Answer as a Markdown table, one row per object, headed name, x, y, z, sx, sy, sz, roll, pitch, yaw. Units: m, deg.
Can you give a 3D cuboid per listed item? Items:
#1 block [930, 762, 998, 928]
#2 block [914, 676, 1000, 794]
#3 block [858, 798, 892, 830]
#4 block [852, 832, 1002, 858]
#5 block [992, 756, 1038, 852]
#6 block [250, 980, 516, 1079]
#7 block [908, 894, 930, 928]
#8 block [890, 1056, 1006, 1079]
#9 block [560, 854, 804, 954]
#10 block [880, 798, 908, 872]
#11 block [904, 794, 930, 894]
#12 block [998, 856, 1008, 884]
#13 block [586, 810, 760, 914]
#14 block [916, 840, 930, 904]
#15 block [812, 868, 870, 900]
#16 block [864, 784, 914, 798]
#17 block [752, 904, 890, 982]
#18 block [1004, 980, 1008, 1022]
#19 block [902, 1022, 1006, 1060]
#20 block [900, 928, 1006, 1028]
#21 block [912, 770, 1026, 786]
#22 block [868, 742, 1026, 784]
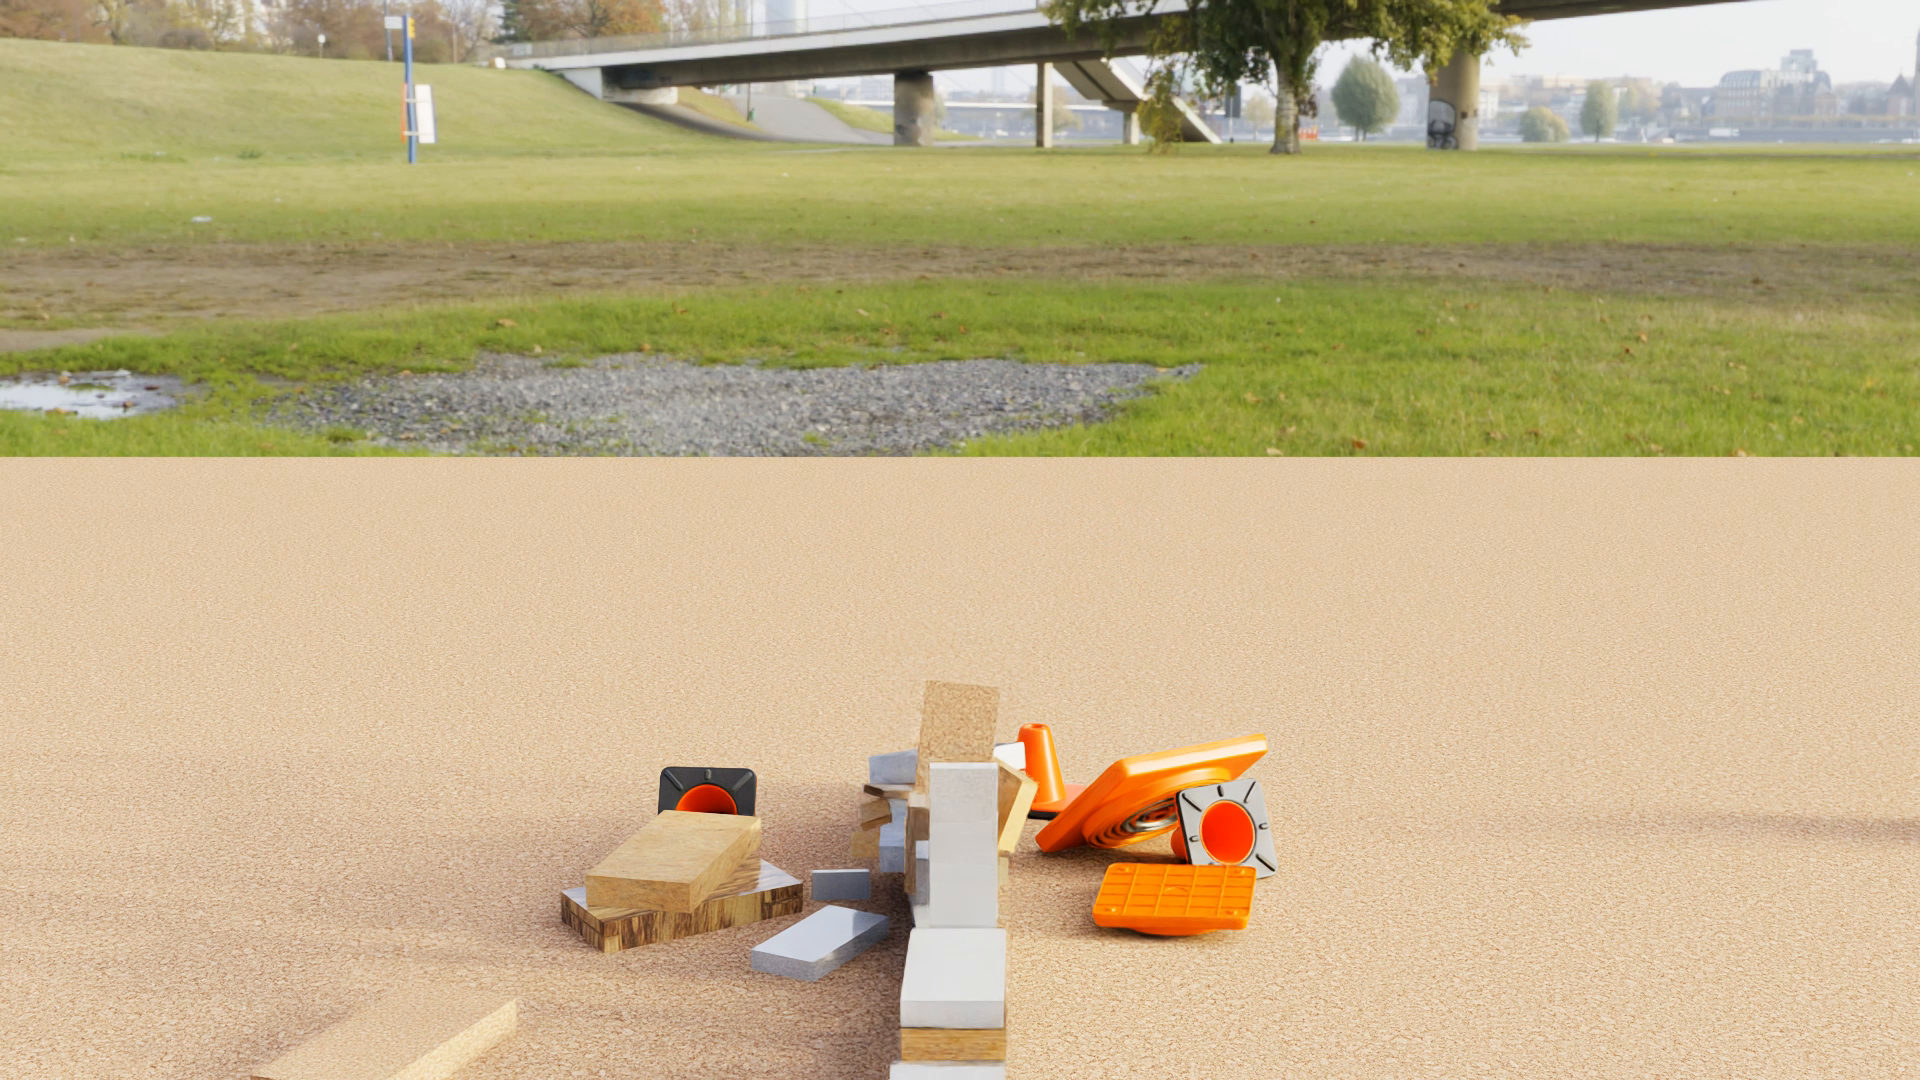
| name | x | y | z | sx | sy | sz | roll | pitch | yaw |
| --- | --- | --- | --- | --- | --- | --- | --- | --- | --- |
| block | 0.005 | 0.468 | 3.095 | 0.094 | 0.314 | 0.027 | 0 | 12 | 0 |
| block | -0.011 | 0.362 | 3.324 | 0.112 | 0.298 | 0.032 | 6 | 4 | -1 |
| block | -0.135 | 0.435 | 3.489 | 0.048 | 0.014 | 0.095 | -18 | 11 | -2 |
| block | -0.052 | 0.512 | 3.703 | 0.146 | 0.041 | 0.293 | -3 | -8 | 24 |
| block | 0.031 | 0.391 | 3.426 | 0.032 | 0.112 | 0.223 | 18 | 5 | -34 |
| block | -0.773 | 0.693 | 2.978 | 0.174 | 0.049 | 0.347 | 4 | 11 | 22 |
| block | -0.018 | 0.544 | 3.313 | 0.113 | 0.032 | 0.227 | -2 | 18 | -5 |
| block | -0.011 | 0.683 | 2.801 | 0.137 | 0.039 | 0.274 | 0 | -11 | 2 |
| block | -0.449 | 0.585 | 3.560 | 0.347 | 0.049 | 0.174 | -7 | 12 | -32 |
| block | -0.052 | 0.458 | 3.495 | 0.146 | 0.041 | 0.292 | -1 | 11 | -1 |
| block | -0.032 | 0.450 | 3.245 | 0.095 | 0.189 | 0.027 | 2 | 40 | -1 |
| block | -0.001 | 0.538 | 3.588 | 0.146 | 0.041 | 0.293 | 0 | -8 | -1 |
| block | -0.466 | 0.525 | 3.616 | 0.174 | 0.049 | 0.347 | 2 | 11 | 13 |
| block | -0.017 | 0.483 | 3.194 | 0.094 | 0.027 | 0.189 | 0 | -29 | -1 |
| block | -0.197 | 0.571 | 3.642 | 0.095 | 0.048 | 0.014 | -1 | 11 | -3 |
| block | -0.104 | 0.407 | 3.565 | 0.095 | 0.014 | 0.048 | 6 | 3 | -43 |
| block | -0.214 | 0.623 | 3.405 | 0.112 | 0.032 | 0.223 | 6 | 12 | 28 |
| block | -0.003 | 0.641 | 3.092 | 0.133 | 0.038 | 0.266 | 0 | -6 | 0 |
| block | -0.005 | 0.664 | 2.938 | 0.133 | 0.038 | 0.266 | 0 | -8 | 1 |
| block | -0.006 | 0.588 | 2.964 | 0.133 | 0.038 | 0.266 | 0 | 10 | 2 |
| block | -0.004 | 0.451 | 4.072 | 0.169 | 0.048 | 0.337 | -2 | -3 | -14 |
| block | -0.019 | 0.395 | 3.908 | 0.169 | 0.048 | 0.337 | -4 | -3 | 20 |
